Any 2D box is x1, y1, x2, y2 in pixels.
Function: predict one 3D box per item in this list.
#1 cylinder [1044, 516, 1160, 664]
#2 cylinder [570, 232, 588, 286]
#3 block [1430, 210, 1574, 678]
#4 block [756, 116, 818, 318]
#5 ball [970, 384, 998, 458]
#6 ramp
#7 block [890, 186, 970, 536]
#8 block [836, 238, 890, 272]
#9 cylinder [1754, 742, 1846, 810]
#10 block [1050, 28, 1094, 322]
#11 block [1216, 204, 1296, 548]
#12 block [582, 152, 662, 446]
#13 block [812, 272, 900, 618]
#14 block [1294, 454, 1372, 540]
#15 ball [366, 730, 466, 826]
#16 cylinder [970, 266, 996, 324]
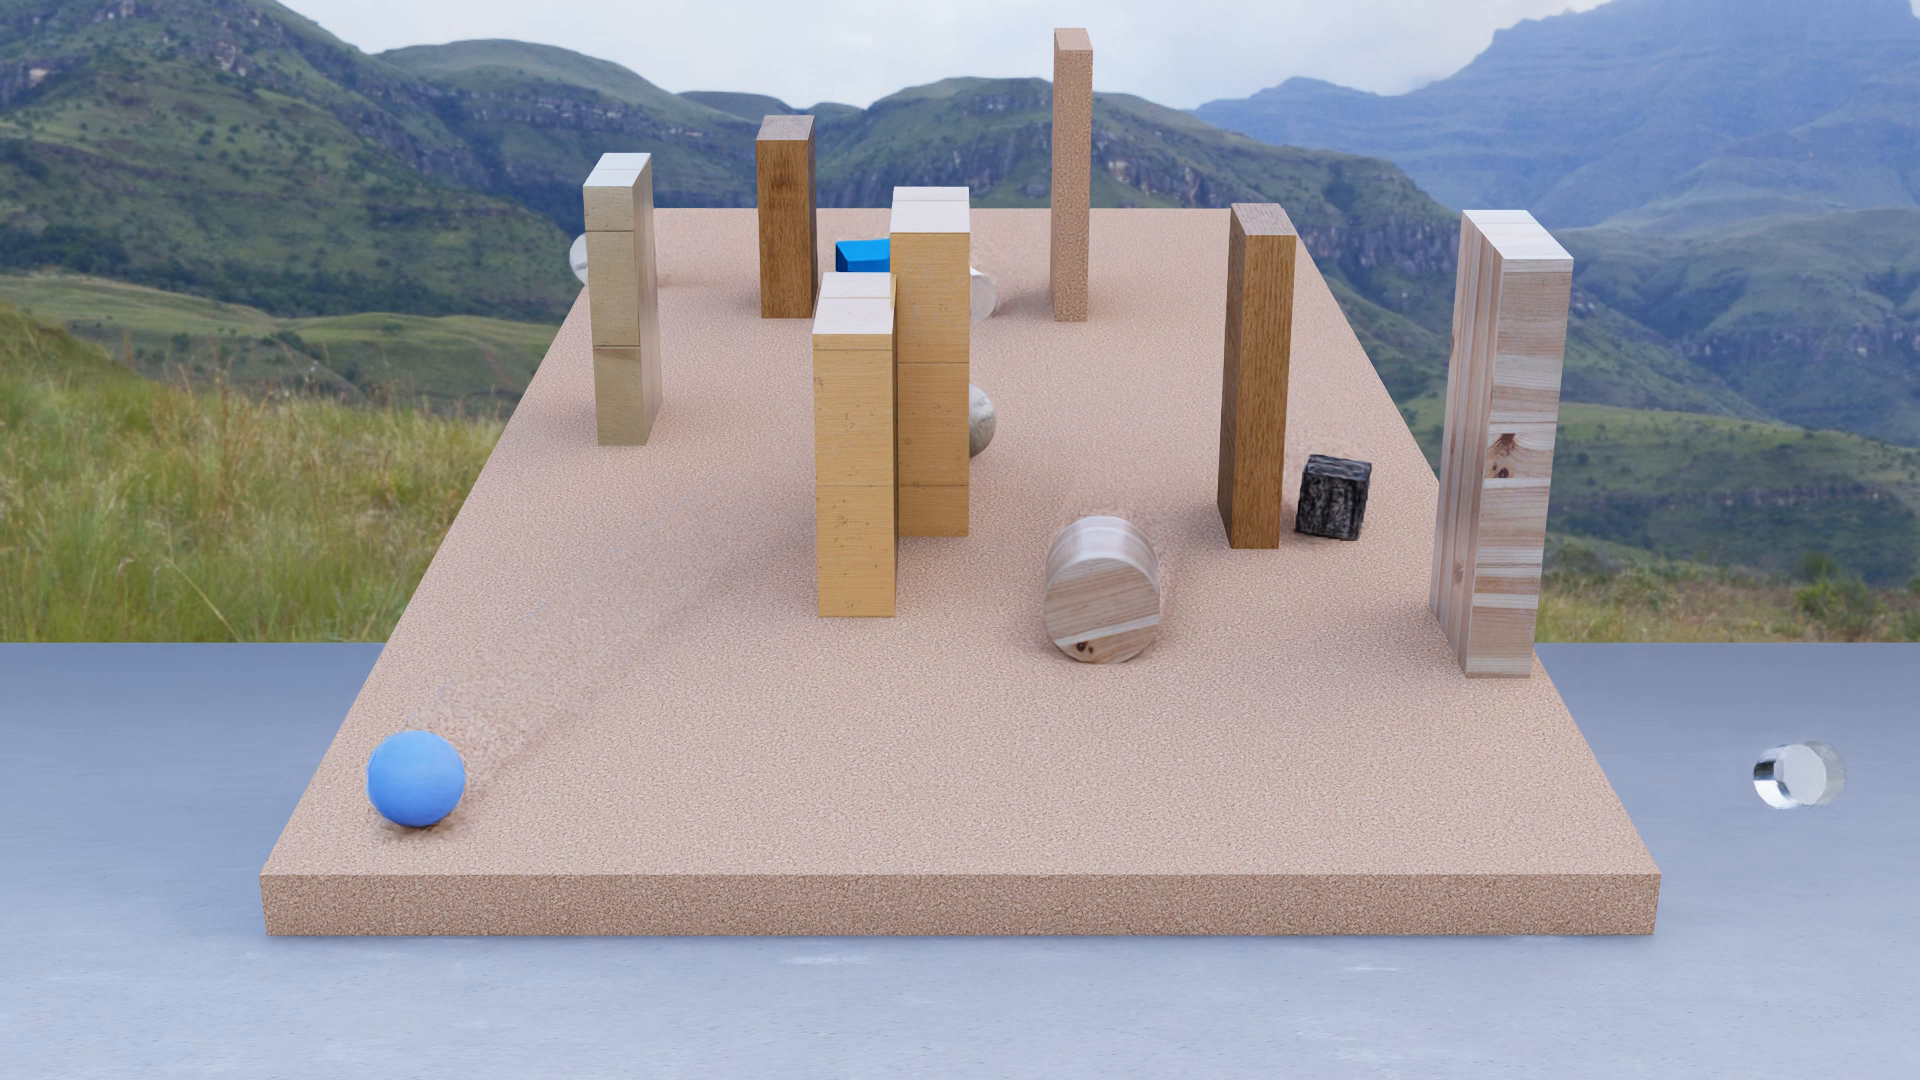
[{"bbox_3d":[0.247,0.085,3.986,0.197,0.197,0.197,0,22,4],"label":"cylinder"},{"bbox_3d":[-0.948,-0.773,6.179,0.156,0.156,0.156,-1,21,15],"label":"cylinder"},{"bbox_3d":[0.910,-0.164,3.895,0.109,0.729,0.323,0,22,0],"label":"block"},{"bbox_3d":[-0.445,-0.839,5.937,0.129,0.460,0.310,0,22,0],"label":"block"},{"bbox_3d":[-0.005,-0.252,4.866,0.168,0.168,0.168,0,-2,0],"label":"ball"},{"bbox_3d":[-0.006,-0.220,5.146,2.000,0.100,4.000,0,22,0],"label":"ramp"},{"bbox_3d":[-0.057,-0.357,4.536,0.149,0.608,0.368,0,22,0],"label":"block"},{"bbox_3d":[-0.201,-0.639,5.795,0.195,0.195,0.195,-4,22,-11],"label":"block"},{"bbox_3d":[2.066,0.580,5.649,0.159,0.159,0.159,0,-9,-6],"label":"cylinder"},{"bbox_3d":[0.283,-0.938,5.879,0.082,0.689,0.330,0,22,0],"label":"block"},{"bbox_3d":[0.568,-0.316,4.422,0.092,0.619,0.247,0,22,0],"label":"block"},{"bbox_3d":[-0.732,-0.528,5.010,0.102,0.571,0.319,0,22,0],"label":"block"},{"bbox_3d":[-0.186,-0.181,4.201,0.136,0.529,0.398,0,22,0],"label":"block"},{"bbox_3d":[0.733,-0.086,4.498,0.121,0.121,0.121,10,21,13],"label":"block"},{"bbox_3d":[-0.803,0.352,3.387,0.141,0.141,0.141,0,-2,0],"label":"ball"},{"bbox_3d":[0.011,-0.632,5.868,0.129,0.129,0.129,1,20,-21],"label":"cylinder"}]
